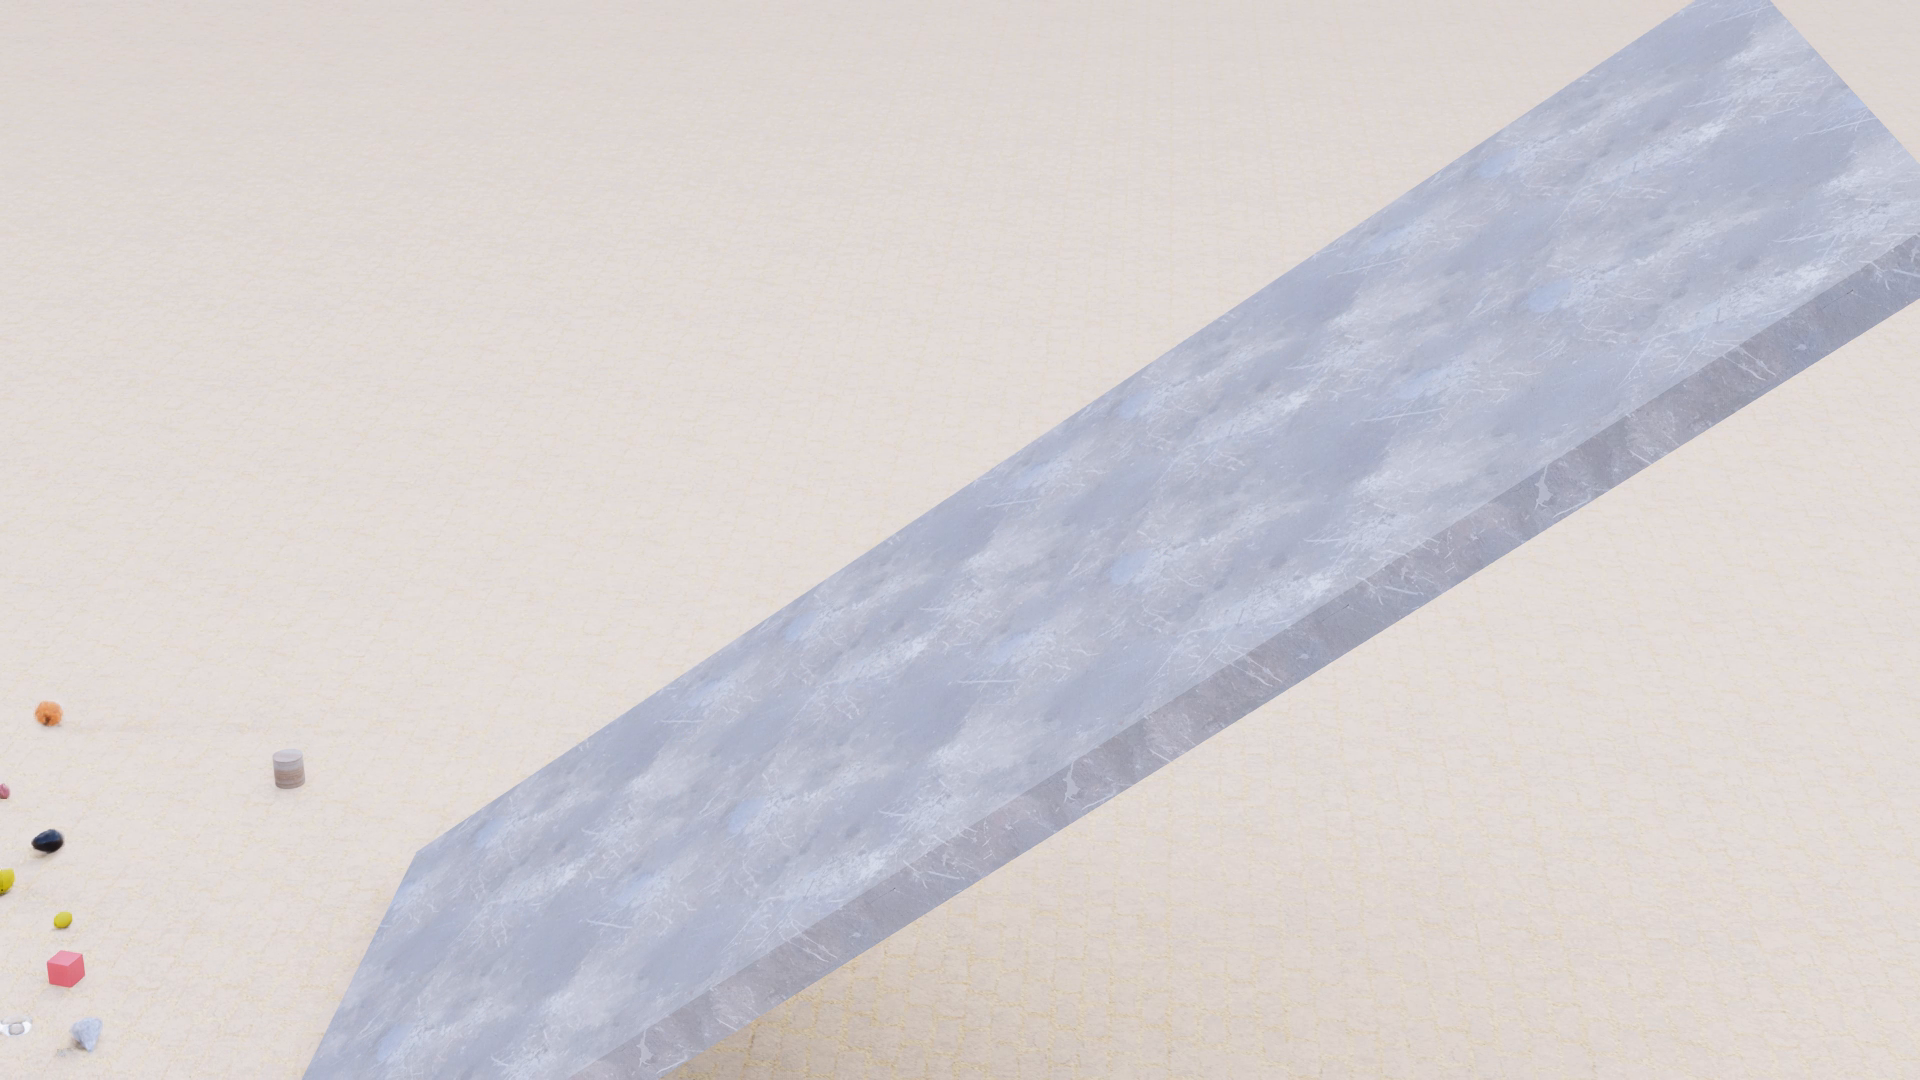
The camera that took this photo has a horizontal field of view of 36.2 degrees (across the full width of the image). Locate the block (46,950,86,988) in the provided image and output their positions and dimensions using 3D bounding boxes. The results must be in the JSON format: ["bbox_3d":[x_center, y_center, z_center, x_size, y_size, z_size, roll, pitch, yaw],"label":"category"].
[{"bbox_3d":[-2.221,1.065,7.307,0.062,0.062,0.062,7,23,17],"label":"block"}]

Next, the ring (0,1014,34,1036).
[{"bbox_3d":[-2.278,1.170,7.097,0.080,0.027,0.080,1,23,0],"label":"ring"}]

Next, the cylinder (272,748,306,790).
[{"bbox_3d":[-1.896,0.647,8.311,0.085,0.085,0.085,0,22,0],"label":"cylinder"}]

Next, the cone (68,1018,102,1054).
[{"bbox_3d":[-2.080,1.196,7.022,0.078,0.078,0.078,-10,50,-22],"label":"cone"}]

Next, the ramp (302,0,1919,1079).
[{"bbox_3d":[0.132,0.177,6.315,4.000,0.100,2.000,-33,16,16],"label":"ramp"}]
